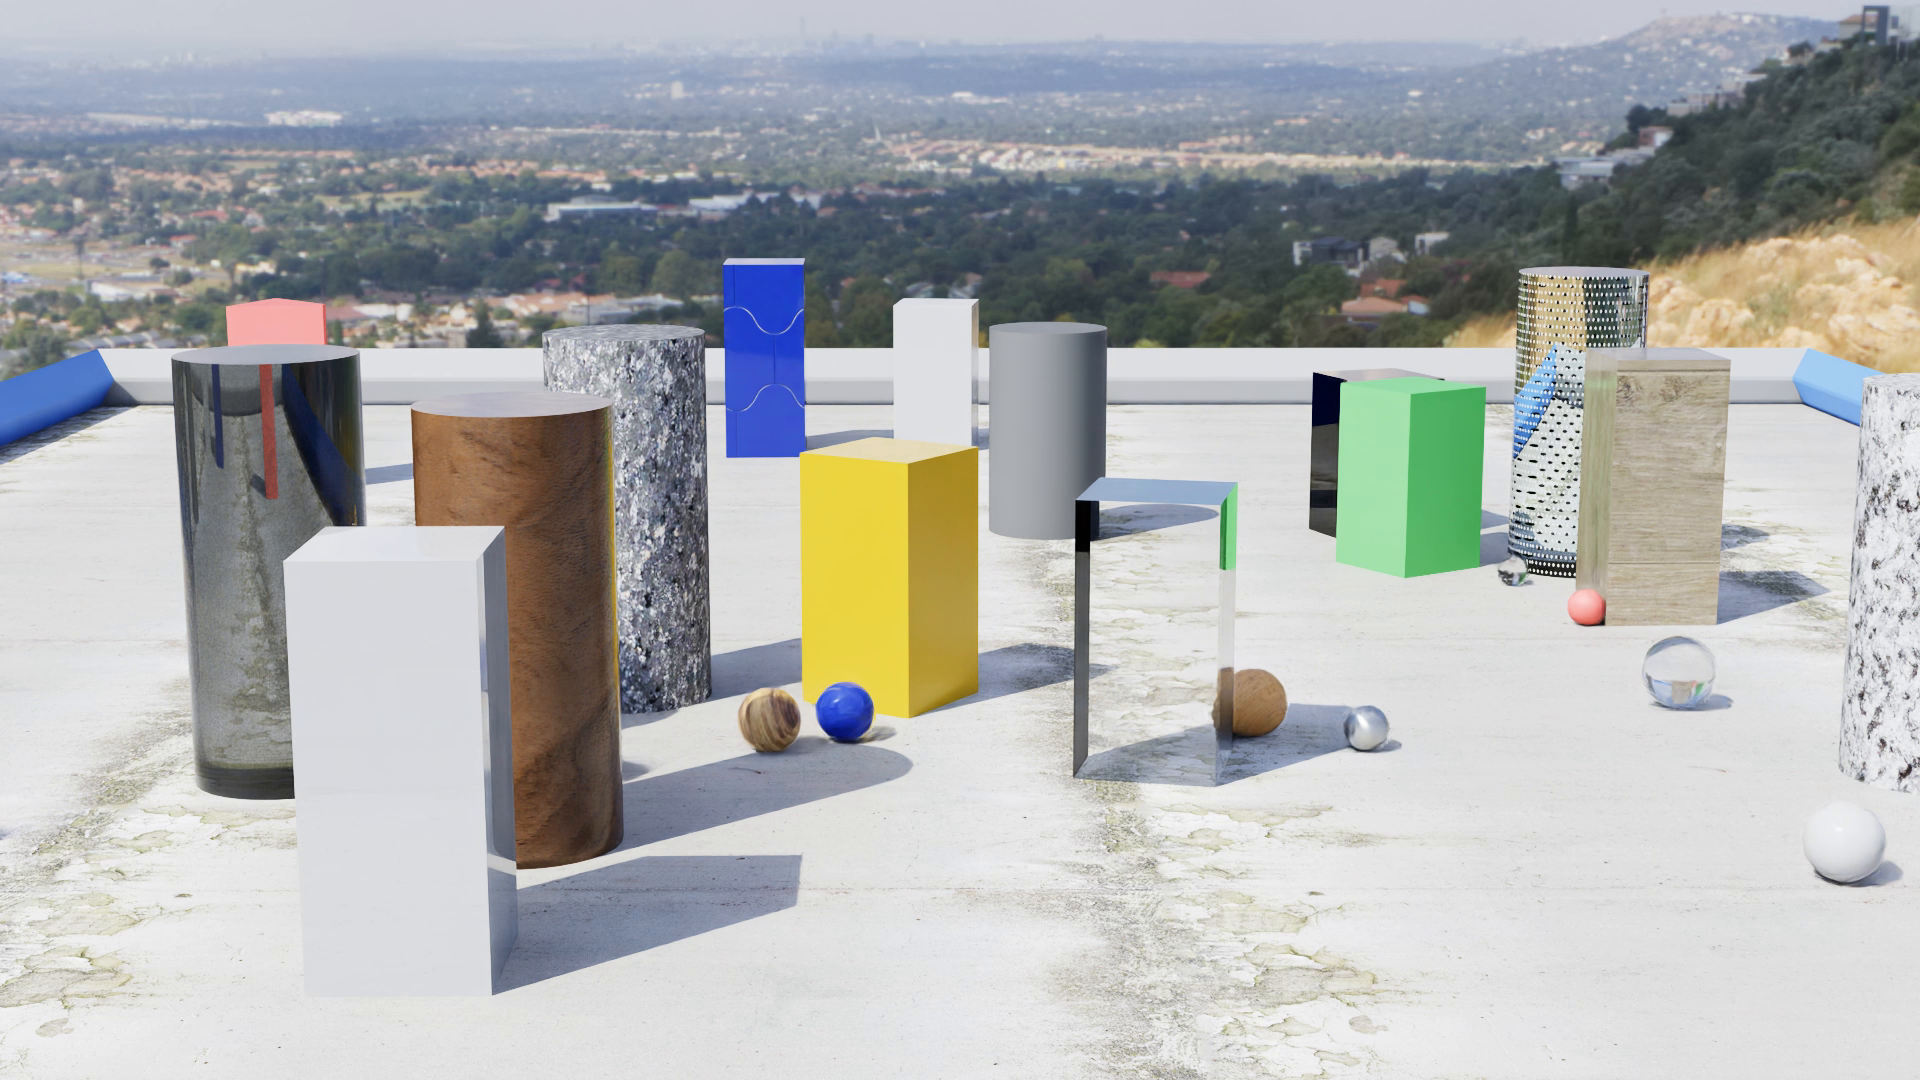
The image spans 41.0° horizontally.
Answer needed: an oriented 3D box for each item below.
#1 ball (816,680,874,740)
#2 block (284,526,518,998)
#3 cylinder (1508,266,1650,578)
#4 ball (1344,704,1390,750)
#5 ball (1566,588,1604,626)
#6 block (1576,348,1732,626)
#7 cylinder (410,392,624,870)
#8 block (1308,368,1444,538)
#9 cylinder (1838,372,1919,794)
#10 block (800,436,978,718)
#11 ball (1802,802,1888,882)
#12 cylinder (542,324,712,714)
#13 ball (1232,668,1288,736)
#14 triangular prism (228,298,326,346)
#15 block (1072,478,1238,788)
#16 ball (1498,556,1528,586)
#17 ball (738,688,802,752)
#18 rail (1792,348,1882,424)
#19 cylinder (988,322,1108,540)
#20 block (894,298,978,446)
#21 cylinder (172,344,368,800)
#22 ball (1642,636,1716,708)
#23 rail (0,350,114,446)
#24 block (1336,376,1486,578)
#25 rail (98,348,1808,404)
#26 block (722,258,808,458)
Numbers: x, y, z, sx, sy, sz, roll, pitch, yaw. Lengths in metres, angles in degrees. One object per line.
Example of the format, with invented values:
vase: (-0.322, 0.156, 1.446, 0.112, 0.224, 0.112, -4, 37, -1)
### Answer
ball: (-0.125, 0.185, 2.779, 0.064, 0.064, 0.064, 0, 11, 0)
block: (-0.444, 0.174, 2.061, 0.146, 0.350, 0.146, 0, 11, -1)
cylinder: (0.890, -0.172, 3.697, 0.183, 0.428, 0.183, 0, 11, 0)
ball: (0.434, 0.200, 2.738, 0.049, 0.049, 0.049, 0, 11, 0)
ball: (0.816, 0.087, 3.346, 0.048, 0.048, 0.048, 0, 11, 0)
block: (0.911, -0.073, 3.384, 0.146, 0.348, 0.146, 0, 11, -2)
cylinder: (-0.410, 0.079, 2.388, 0.183, 0.416, 0.183, 0, 11, 0)
block: (0.643, -0.132, 3.970, 0.146, 0.248, 0.146, -4, 11, -21)
cylinder: (1.005, 0.042, 2.618, 0.183, 0.405, 0.183, 0, 11, 0)
block: (-0.080, 0.039, 2.945, 0.146, 0.289, 0.146, 7, 13, 32)
ball: (0.794, 0.270, 2.302, 0.072, 0.072, 0.072, 0, 11, 0)
cylinder: (-0.381, -0.028, 2.945, 0.183, 0.422, 0.183, 0, 11, 0)
ball: (0.319, 0.177, 2.793, 0.075, 0.075, 0.075, 0, 11, 0)
triangular prism: (-1.171, -0.251, 4.421, 0.158, 0.318, 0.137, -3, 11, -15)
block: (0.204, 0.092, 2.661, 0.146, 0.290, 0.146, 2, 11, 13)
ball: (0.775, 0.043, 3.599, 0.041, 0.041, 0.041, 0, 11, 0)
ball: (-0.203, 0.191, 2.736, 0.068, 0.068, 0.068, 0, 11, 0)
rail: (1.801, 0.029, 3.460, 0.045, 0.119, 4.131, 0, 11, 0)
cylinder: (0.137, -0.173, 4.002, 0.183, 0.317, 0.183, 0, 11, 0)
block: (-0.044, -0.315, 4.880, 0.146, 0.274, 0.146, 1, 11, 6)
cylinder: (-0.694, 0.028, 2.606, 0.183, 0.436, 0.183, 0, 11, 0)
ball: (0.816, 0.150, 2.915, 0.082, 0.082, 0.082, 0, 11, 0)
rail: (-1.801, 0.032, 3.440, 0.045, 0.119, 4.131, 0, 11, 0)
block: (0.654, -0.094, 3.725, 0.146, 0.264, 0.146, -7, 13, -33)
rail: (-0.012, -0.345, 5.457, 3.649, 0.119, 0.045, 0, 11, 0)
block: (-0.363, -0.341, 4.795, 0.146, 0.357, 0.146, 0, 11, -2)
